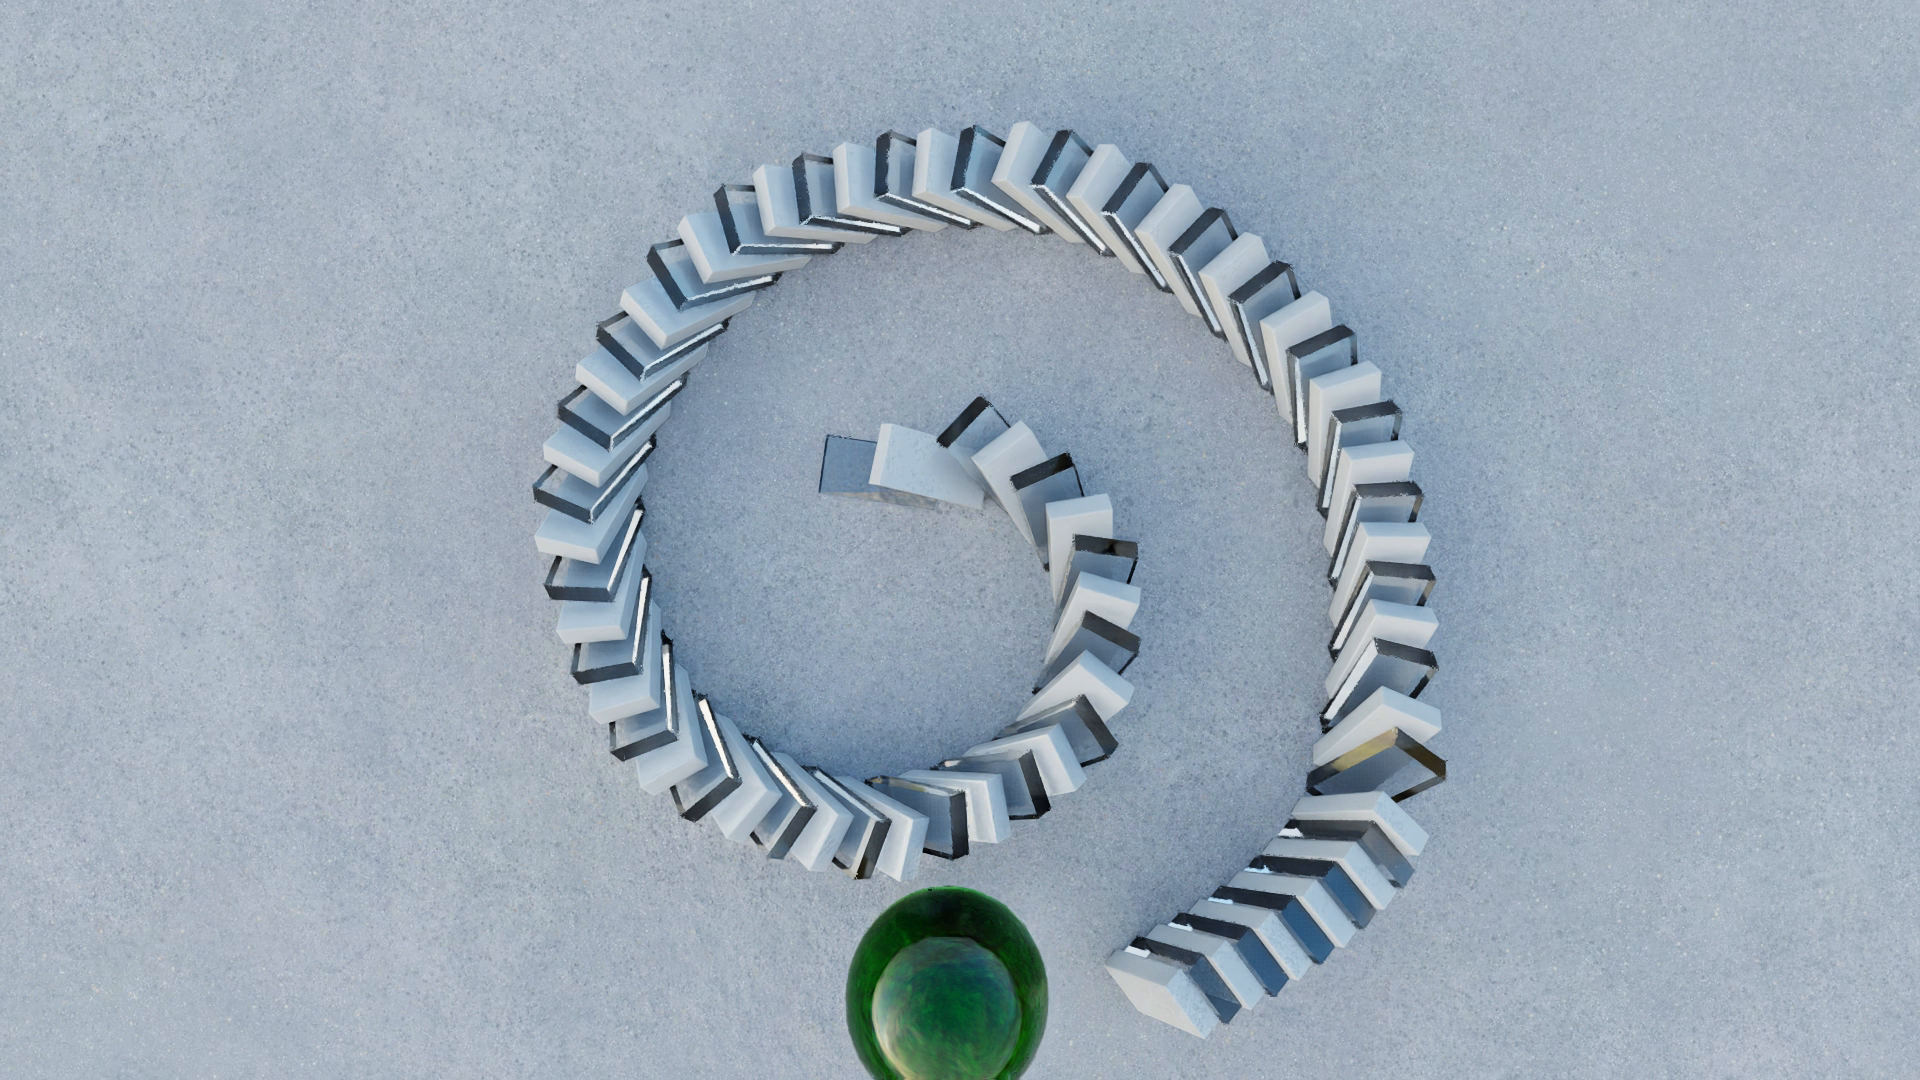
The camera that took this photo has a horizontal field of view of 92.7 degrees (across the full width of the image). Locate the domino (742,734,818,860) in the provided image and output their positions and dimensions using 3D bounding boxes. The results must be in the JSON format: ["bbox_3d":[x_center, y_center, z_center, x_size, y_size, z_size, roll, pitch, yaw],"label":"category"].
[{"bbox_3d":[-0.082,0.106,0.380,0.050,0.010,0.025,34,90,41],"label":"domino"}]

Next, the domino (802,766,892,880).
[{"bbox_3d":[-0.052,0.116,0.380,0.050,0.009,0.025,21,90,41],"label":"domino"}]

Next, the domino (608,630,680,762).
[{"bbox_3d":[-0.132,0.064,0.380,0.025,0.010,0.050,-21,49,1],"label":"domino"}]

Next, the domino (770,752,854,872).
[{"bbox_3d":[-0.067,0.112,0.380,0.050,0.010,0.025,27,90,41],"label":"domino"}]

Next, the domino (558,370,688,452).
[{"bbox_3d":[-0.139,-0.061,0.380,0.025,0.010,0.050,33,50,0],"label":"domino"}]

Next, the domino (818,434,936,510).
[{"bbox_3d":[-0.034,-0.029,0.395,0.050,0.010,0.025,8,90,0],"label":"domino"}]

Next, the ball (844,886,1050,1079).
[{"bbox_3d":[-0.005,0.179,0.360,0.080,0.080,0.080,0,90,0],"label":"ball"}]

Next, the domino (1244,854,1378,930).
[{"bbox_3d":[0.142,0.143,0.375,0.009,0.050,0.025,-39,90,-25],"label":"domino"}]

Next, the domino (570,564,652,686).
[{"bbox_3d":[-0.144,0.034,0.380,0.025,0.009,0.050,-10,50,0],"label":"domino"}]

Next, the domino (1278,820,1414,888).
[{"bbox_3d":[0.157,0.128,0.375,0.010,0.050,0.025,-40,90,-25],"label":"domino"}]

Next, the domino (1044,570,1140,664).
[{"bbox_3d":[0.054,0.036,0.379,0.025,0.010,0.050,16,134,0],"label":"domino"}]

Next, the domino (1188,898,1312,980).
[{"bbox_3d":[0.117,0.163,0.375,0.009,0.050,0.025,-38,90,-25],"label":"domino"}]

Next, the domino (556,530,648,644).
[{"bbox_3d":[-0.148,0.019,0.380,0.025,0.010,0.050,-4,50,0],"label":"domino"}]

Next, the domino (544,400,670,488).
[{"bbox_3d":[-0.145,-0.046,0.380,0.025,0.009,0.050,28,50,1],"label":"domino"}]

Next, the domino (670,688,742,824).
[{"bbox_3d":[-0.110,0.089,0.380,0.025,0.009,0.050,-39,49,0],"label":"domino"}]

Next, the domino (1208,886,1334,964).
[{"bbox_3d":[0.126,0.157,0.375,0.009,0.050,0.025,-38,90,-25],"label":"domino"}]

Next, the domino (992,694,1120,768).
[{"bbox_3d":[0.039,0.084,0.380,0.050,0.010,0.025,-34,91,42],"label":"domino"}]

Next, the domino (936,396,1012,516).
[{"bbox_3d":[0.015,-0.034,0.380,0.025,0.010,0.050,-46,131,0],"label":"domino"}]

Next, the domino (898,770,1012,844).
[{"bbox_3d":[-0.003,0.110,0.380,0.050,0.009,0.025,-10,90,41],"label":"domino"}]

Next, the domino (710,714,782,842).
[{"bbox_3d":[-0.096,0.098,0.380,0.025,0.009,0.050,-50,49,0],"label":"domino"}]

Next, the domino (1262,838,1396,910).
[{"bbox_3d":[0.150,0.136,0.375,0.009,0.050,0.025,-39,90,-25],"label":"domino"}]

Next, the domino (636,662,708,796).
[{"bbox_3d":[-0.122,0.077,0.380,0.025,0.010,0.050,-30,49,1],"label":"domino"}]

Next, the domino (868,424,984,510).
[{"bbox_3d":[-0.011,-0.030,0.383,0.050,0.009,0.025,12,90,-32],"label":"domino"}]

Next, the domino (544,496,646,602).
[{"bbox_3d":[-0.150,0.003,0.380,0.025,0.010,0.050,3,49,0],"label":"domino"}]

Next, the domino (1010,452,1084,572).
[{"bbox_3d":[0.040,-0.011,0.379,0.025,0.009,0.050,-24,133,0],"label":"domino"}]

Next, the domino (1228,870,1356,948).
[{"bbox_3d":[0.134,0.150,0.375,0.010,0.050,0.025,-39,90,-25],"label":"domino"}]

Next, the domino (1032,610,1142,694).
[{"bbox_3d":[0.052,0.052,0.379,0.025,0.009,0.050,27,134,0],"label":"domino"}]

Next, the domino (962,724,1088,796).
[{"bbox_3d":[0.026,0.094,0.380,0.050,0.010,0.025,-26,91,41],"label":"domino"}]

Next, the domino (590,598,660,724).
[{"bbox_3d":[-0.138,0.049,0.380,0.025,0.010,0.050,-16,50,1],"label":"domino"}]

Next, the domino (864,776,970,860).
[{"bbox_3d":[-0.019,0.114,0.380,0.050,0.010,0.025,-4,90,43],"label":"domino"}]

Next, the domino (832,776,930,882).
[{"bbox_3d":[-0.036,0.119,0.380,0.050,0.009,0.025,13,90,42],"label":"domino"}]

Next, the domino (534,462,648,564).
[{"bbox_3d":[-0.152,-0.014,0.380,0.025,0.010,0.050,13,49,0],"label":"domino"}]

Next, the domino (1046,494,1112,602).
[{"bbox_3d":[0.050,0.004,0.379,0.025,0.050,0.010,-9,45,0],"label":"domino"}]

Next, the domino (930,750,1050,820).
[{"bbox_3d":[0.012,0.103,0.380,0.050,0.010,0.025,-19,90,41],"label":"domino"}]

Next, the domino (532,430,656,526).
[{"bbox_3d":[-0.150,-0.031,0.380,0.025,0.009,0.050,23,50,1],"label":"domino"}]

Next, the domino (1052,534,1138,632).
[{"bbox_3d":[0.055,0.020,0.379,0.025,0.010,0.050,8,134,-1],"label":"domino"}]

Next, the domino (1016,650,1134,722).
[{"bbox_3d":[0.047,0.068,0.379,0.025,0.009,0.050,38,133,0],"label":"domino"}]

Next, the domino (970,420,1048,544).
[{"bbox_3d":[0.027,-0.023,0.380,0.025,0.010,0.050,-37,132,0],"label":"domino"}]
